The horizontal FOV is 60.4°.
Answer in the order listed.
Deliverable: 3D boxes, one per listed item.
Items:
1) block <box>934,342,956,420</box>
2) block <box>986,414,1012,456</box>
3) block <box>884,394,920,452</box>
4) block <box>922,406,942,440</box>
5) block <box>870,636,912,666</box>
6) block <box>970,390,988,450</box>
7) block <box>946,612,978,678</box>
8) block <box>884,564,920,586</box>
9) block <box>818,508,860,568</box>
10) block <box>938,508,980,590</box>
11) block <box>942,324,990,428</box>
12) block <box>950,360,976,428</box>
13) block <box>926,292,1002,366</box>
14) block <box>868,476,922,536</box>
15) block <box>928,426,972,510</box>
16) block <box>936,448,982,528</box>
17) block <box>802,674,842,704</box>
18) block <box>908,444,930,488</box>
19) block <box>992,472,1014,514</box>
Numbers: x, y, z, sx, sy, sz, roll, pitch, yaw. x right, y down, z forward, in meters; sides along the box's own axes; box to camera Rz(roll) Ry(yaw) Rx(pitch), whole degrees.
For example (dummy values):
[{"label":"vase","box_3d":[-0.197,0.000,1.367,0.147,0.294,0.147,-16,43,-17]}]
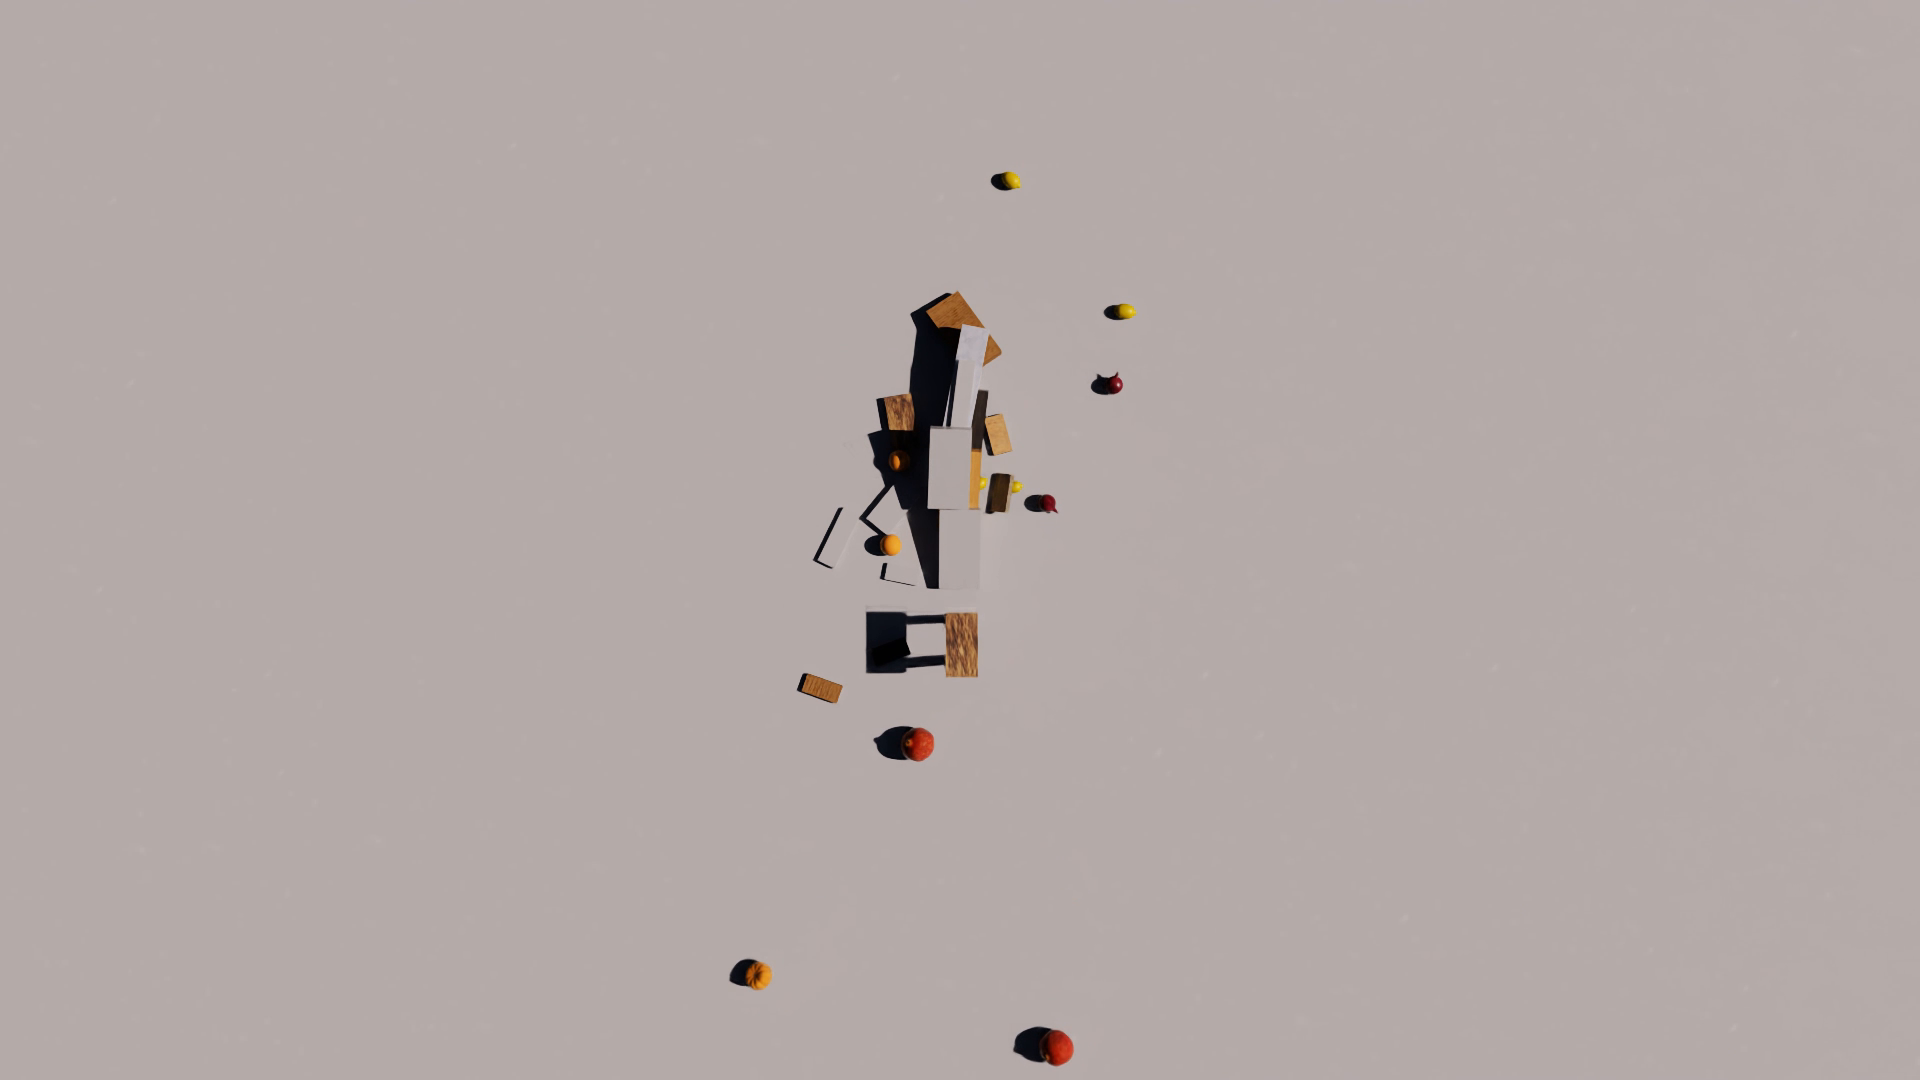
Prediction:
[{"label":"block","box_3d":[-0.010,-0.531,5.482,0.127,0.036,0.255,-4,90,0]},{"label":"block","box_3d":[0.127,-0.351,5.491,0.064,0.018,0.128,-15,90,0]},{"label":"block","box_3d":[-0.192,-0.390,5.487,0.091,0.026,0.182,-10,90,0]},{"label":"block","box_3d":[-0.090,-0.390,5.492,0.055,0.016,0.111,-10,90,0]},{"label":"block","box_3d":[-0.231,0.372,5.491,0.123,0.017,0.062,-21,90,0]},{"label":"block","box_3d":[0.016,-0.374,5.452,0.127,0.036,0.255,6,103,-2]},{"label":"block","box_3d":[0.006,0.335,5.279,0.103,0.029,0.205,0,90,0]},{"label":"block","box_3d":[-0.192,0.114,5.492,0.111,0.016,0.055,11,90,0]},{"label":"block","box_3d":[-0.403,-0.007,5.491,0.062,0.017,0.196,26,90,0]},{"label":"block","box_3d":[-0.001,0.028,5.449,0.135,0.038,0.269,1,104,0]},{"label":"block","box_3d":[0.019,-0.527,5.390,0.091,0.026,0.342,11,94,-2]},{"label":"block","box_3d":[0.006,-0.441,5.375,0.055,0.016,0.287,7,94,-2]},{"label":"block","box_3d":[0.013,-0.685,5.451,0.127,0.036,0.255,-34,79,-6]},{"label":"block","box_3d":[-0.218,-0.114,5.487,0.091,0.026,0.182,39,90,0]},{"label":"block","box_3d":[-0.033,-0.234,5.373,0.135,0.038,0.269,2,108,0]},{"label":"block","box_3d":[-0.003,-0.168,5.435,0.135,0.038,0.269,3,108,-1]},{"label":"block","box_3d":[-0.459,0.494,5.491,0.123,0.017,0.062,20,90,0]},{"label":"block","box_3d":[-0.116,-0.245,5.491,0.064,0.018,0.128,25,90,0]},{"label":"block","box_3d":[0.142,-0.156,5.471,0.064,0.018,0.128,9,90,44]}]
